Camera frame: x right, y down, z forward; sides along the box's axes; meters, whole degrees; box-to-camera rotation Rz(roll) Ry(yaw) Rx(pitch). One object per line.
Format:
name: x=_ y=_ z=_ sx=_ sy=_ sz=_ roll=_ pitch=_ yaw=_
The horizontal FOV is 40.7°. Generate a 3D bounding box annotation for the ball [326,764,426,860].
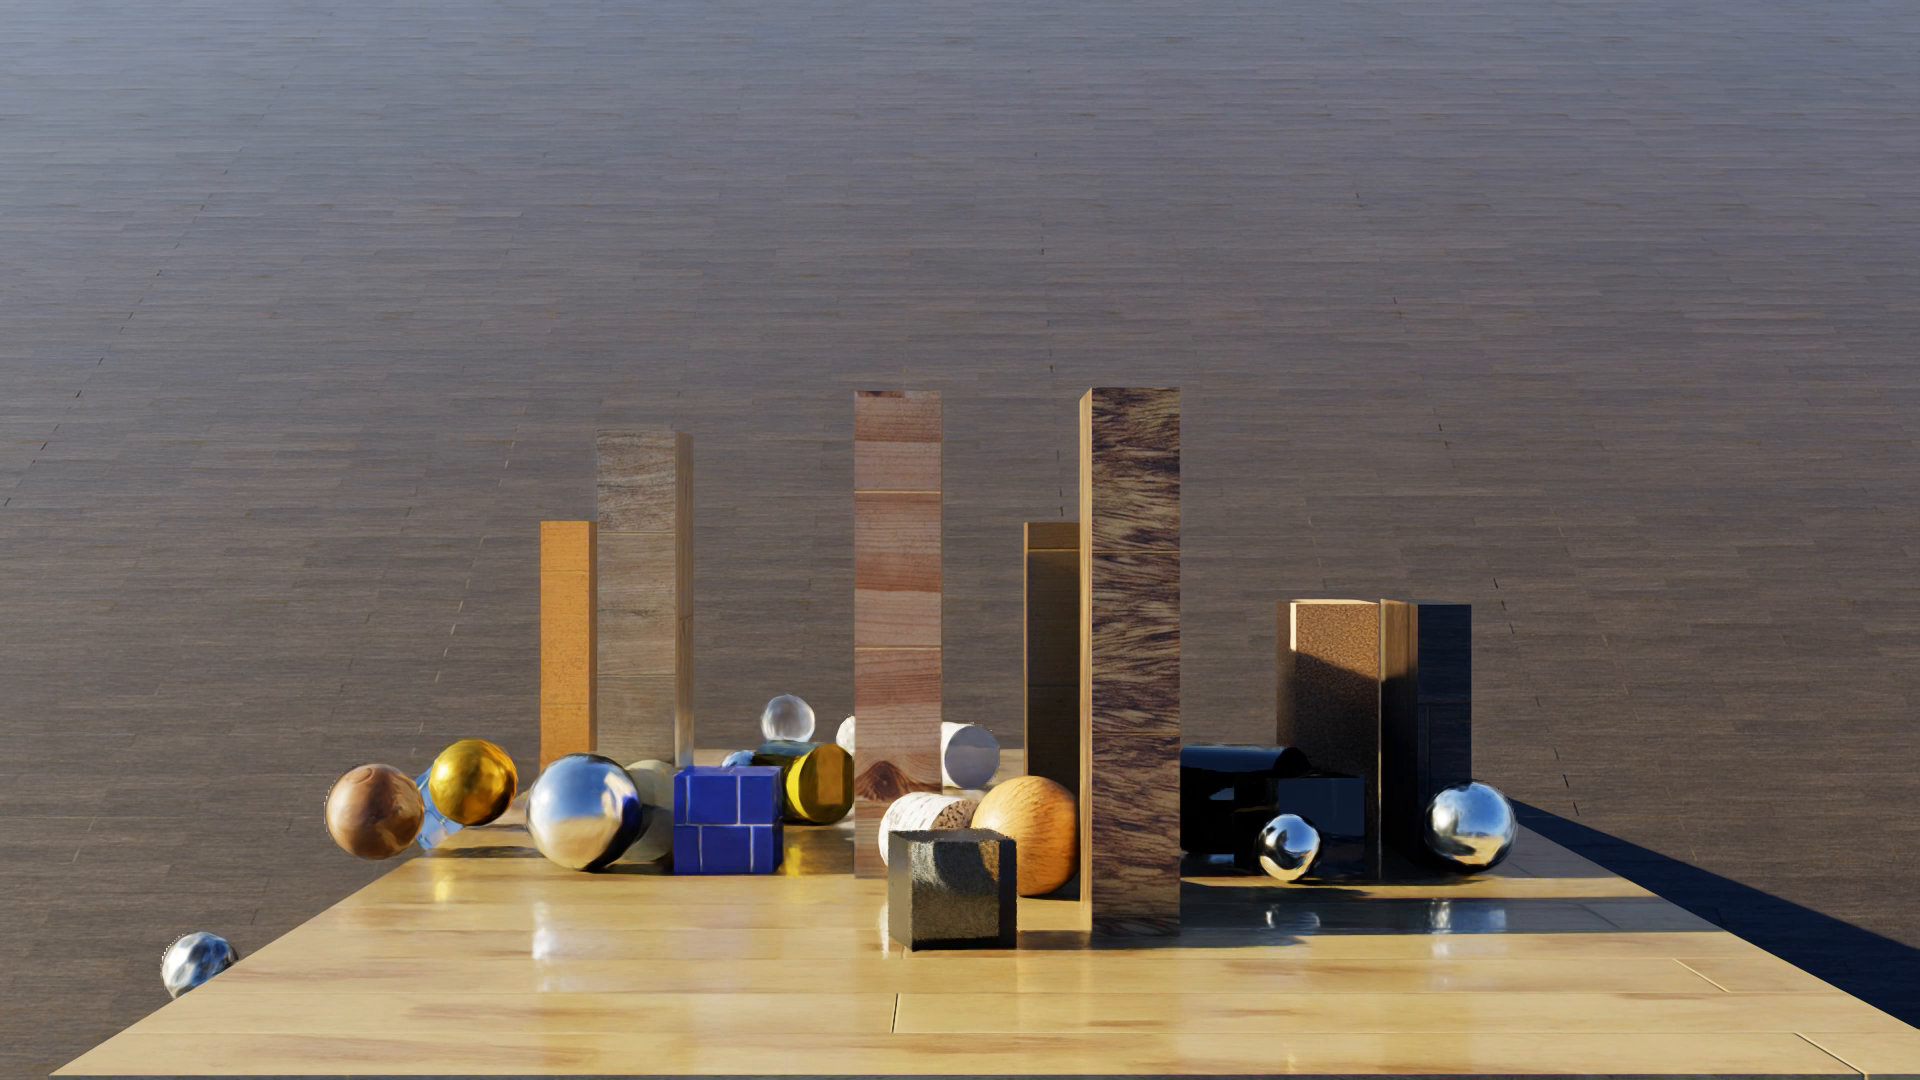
ball: x=-1.013 y=0.472 z=4.485 sx=0.167 sy=0.167 sz=0.167 roll=0 pitch=30 yaw=0

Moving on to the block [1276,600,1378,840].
block: x=0.681 y=0.328 z=4.815 sx=0.150 sy=0.427 sz=0.284 roll=0 pitch=0 yaw=0

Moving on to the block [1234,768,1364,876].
block: x=0.557 y=0.464 z=4.254 sx=0.158 sy=0.158 sz=0.158 roll=0 pitch=0 yaw=-21

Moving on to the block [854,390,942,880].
block: x=-0.100 y=0.152 z=4.356 sx=0.138 sy=0.782 sz=0.426 roll=0 pitch=0 yaw=0

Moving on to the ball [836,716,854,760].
ball: x=-0.232 y=0.477 z=6.191 sx=0.124 sy=0.124 sz=0.124 roll=0 pitch=30 yaw=0

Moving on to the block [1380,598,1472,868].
block: x=0.804 y=0.324 z=4.477 sx=0.089 sy=0.436 sz=0.374 roll=0 pitch=0 yaw=0

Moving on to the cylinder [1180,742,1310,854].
cylinder: x=0.484 y=0.448 z=4.458 sx=0.190 sy=0.190 sz=0.190 roll=0 pitch=25 yaw=34

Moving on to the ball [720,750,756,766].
ball: x=-0.443 y=0.486 z=5.305 sx=0.111 sy=0.111 sz=0.111 roll=0 pitch=30 yaw=0

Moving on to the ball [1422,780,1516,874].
ball: x=0.829 y=0.468 z=4.215 sx=0.151 sy=0.151 sz=0.151 roll=0 pitch=30 yaw=0

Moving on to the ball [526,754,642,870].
ball: x=-0.620 y=0.448 z=4.265 sx=0.192 sy=0.192 sz=0.192 roll=0 pitch=30 yaw=0

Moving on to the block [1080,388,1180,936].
block: x=0.241 y=0.167 z=3.723 sx=0.121 sy=0.754 sz=0.348 roll=0 pitch=0 yaw=0

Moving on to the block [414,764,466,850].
block: x=-1.049 y=0.553 z=5.243 sx=0.138 sy=0.138 sz=0.138 roll=-43 pitch=77 yaw=-9

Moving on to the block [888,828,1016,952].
block: x=-0.012 y=0.473 z=3.516 sx=0.143 sy=0.143 sz=0.143 roll=0 pitch=0 yaw=-14

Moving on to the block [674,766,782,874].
block: x=-0.382 y=0.463 z=4.285 sx=0.161 sy=0.161 sz=0.161 roll=0 pitch=0 yaw=2

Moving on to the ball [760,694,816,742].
ball: x=-0.441 y=0.467 z=6.628 sx=0.142 sy=0.142 sz=0.142 roll=0 pitch=30 yaw=0

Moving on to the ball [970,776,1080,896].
ball: x=0.107 y=0.452 z=3.953 sx=0.184 sy=0.184 sz=0.184 roll=0 pitch=30 yaw=0

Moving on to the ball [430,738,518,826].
ball: x=-0.917 y=0.457 z=4.878 sx=0.164 sy=0.164 sz=0.164 roll=0 pitch=30 yaw=0

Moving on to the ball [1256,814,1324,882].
ball: x=0.523 y=0.487 z=4.099 sx=0.107 sy=0.107 sz=0.107 roll=0 pitch=30 yaw=0

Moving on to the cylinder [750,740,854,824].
cylinder: x=-0.304 y=0.465 z=4.985 sx=0.153 sy=0.153 sz=0.153 roll=0 pitch=21 yaw=46

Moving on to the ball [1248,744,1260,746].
ball: x=0.522 y=0.455 z=4.652 sx=0.175 sy=0.175 sz=0.175 roll=0 pitch=30 yaw=0

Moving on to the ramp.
ramp: x=0.066 y=0.592 z=4.646 sx=2.000 sy=0.100 sz=4.000 roll=0 pitch=0 yaw=0

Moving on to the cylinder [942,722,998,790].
cylinder: x=-0.012 y=0.470 z=5.651 sx=0.139 sy=0.139 sz=0.139 roll=-20 pitch=10 yaw=-31

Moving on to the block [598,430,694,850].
block: x=-0.566 y=0.174 z=4.675 sx=0.136 sy=0.736 sz=0.311 roll=0 pitch=0 yaw=0

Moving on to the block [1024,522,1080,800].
block: x=0.176 y=0.255 z=4.863 sx=0.103 sy=0.574 sz=0.283 roll=0 pitch=0 yaw=0

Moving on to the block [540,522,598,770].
block: x=-0.745 y=0.253 z=5.065 sx=0.090 sy=0.578 sz=0.374 roll=0 pitch=0 yaw=0

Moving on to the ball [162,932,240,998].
ball: x=-1.722 y=0.977 z=5.877 sx=0.170 sy=0.170 sz=0.170 roll=0 pitch=30 yaw=0

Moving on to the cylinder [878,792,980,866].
cylinder: x=-0.030 y=0.473 z=4.060 sx=0.143 sy=0.143 sz=0.143 roll=-19 pitch=10 yaw=-30

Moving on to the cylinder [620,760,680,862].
cylinder: x=-0.540 y=0.464 z=4.440 sx=0.159 sy=0.159 sz=0.159 roll=0 pitch=0 yaw=0
